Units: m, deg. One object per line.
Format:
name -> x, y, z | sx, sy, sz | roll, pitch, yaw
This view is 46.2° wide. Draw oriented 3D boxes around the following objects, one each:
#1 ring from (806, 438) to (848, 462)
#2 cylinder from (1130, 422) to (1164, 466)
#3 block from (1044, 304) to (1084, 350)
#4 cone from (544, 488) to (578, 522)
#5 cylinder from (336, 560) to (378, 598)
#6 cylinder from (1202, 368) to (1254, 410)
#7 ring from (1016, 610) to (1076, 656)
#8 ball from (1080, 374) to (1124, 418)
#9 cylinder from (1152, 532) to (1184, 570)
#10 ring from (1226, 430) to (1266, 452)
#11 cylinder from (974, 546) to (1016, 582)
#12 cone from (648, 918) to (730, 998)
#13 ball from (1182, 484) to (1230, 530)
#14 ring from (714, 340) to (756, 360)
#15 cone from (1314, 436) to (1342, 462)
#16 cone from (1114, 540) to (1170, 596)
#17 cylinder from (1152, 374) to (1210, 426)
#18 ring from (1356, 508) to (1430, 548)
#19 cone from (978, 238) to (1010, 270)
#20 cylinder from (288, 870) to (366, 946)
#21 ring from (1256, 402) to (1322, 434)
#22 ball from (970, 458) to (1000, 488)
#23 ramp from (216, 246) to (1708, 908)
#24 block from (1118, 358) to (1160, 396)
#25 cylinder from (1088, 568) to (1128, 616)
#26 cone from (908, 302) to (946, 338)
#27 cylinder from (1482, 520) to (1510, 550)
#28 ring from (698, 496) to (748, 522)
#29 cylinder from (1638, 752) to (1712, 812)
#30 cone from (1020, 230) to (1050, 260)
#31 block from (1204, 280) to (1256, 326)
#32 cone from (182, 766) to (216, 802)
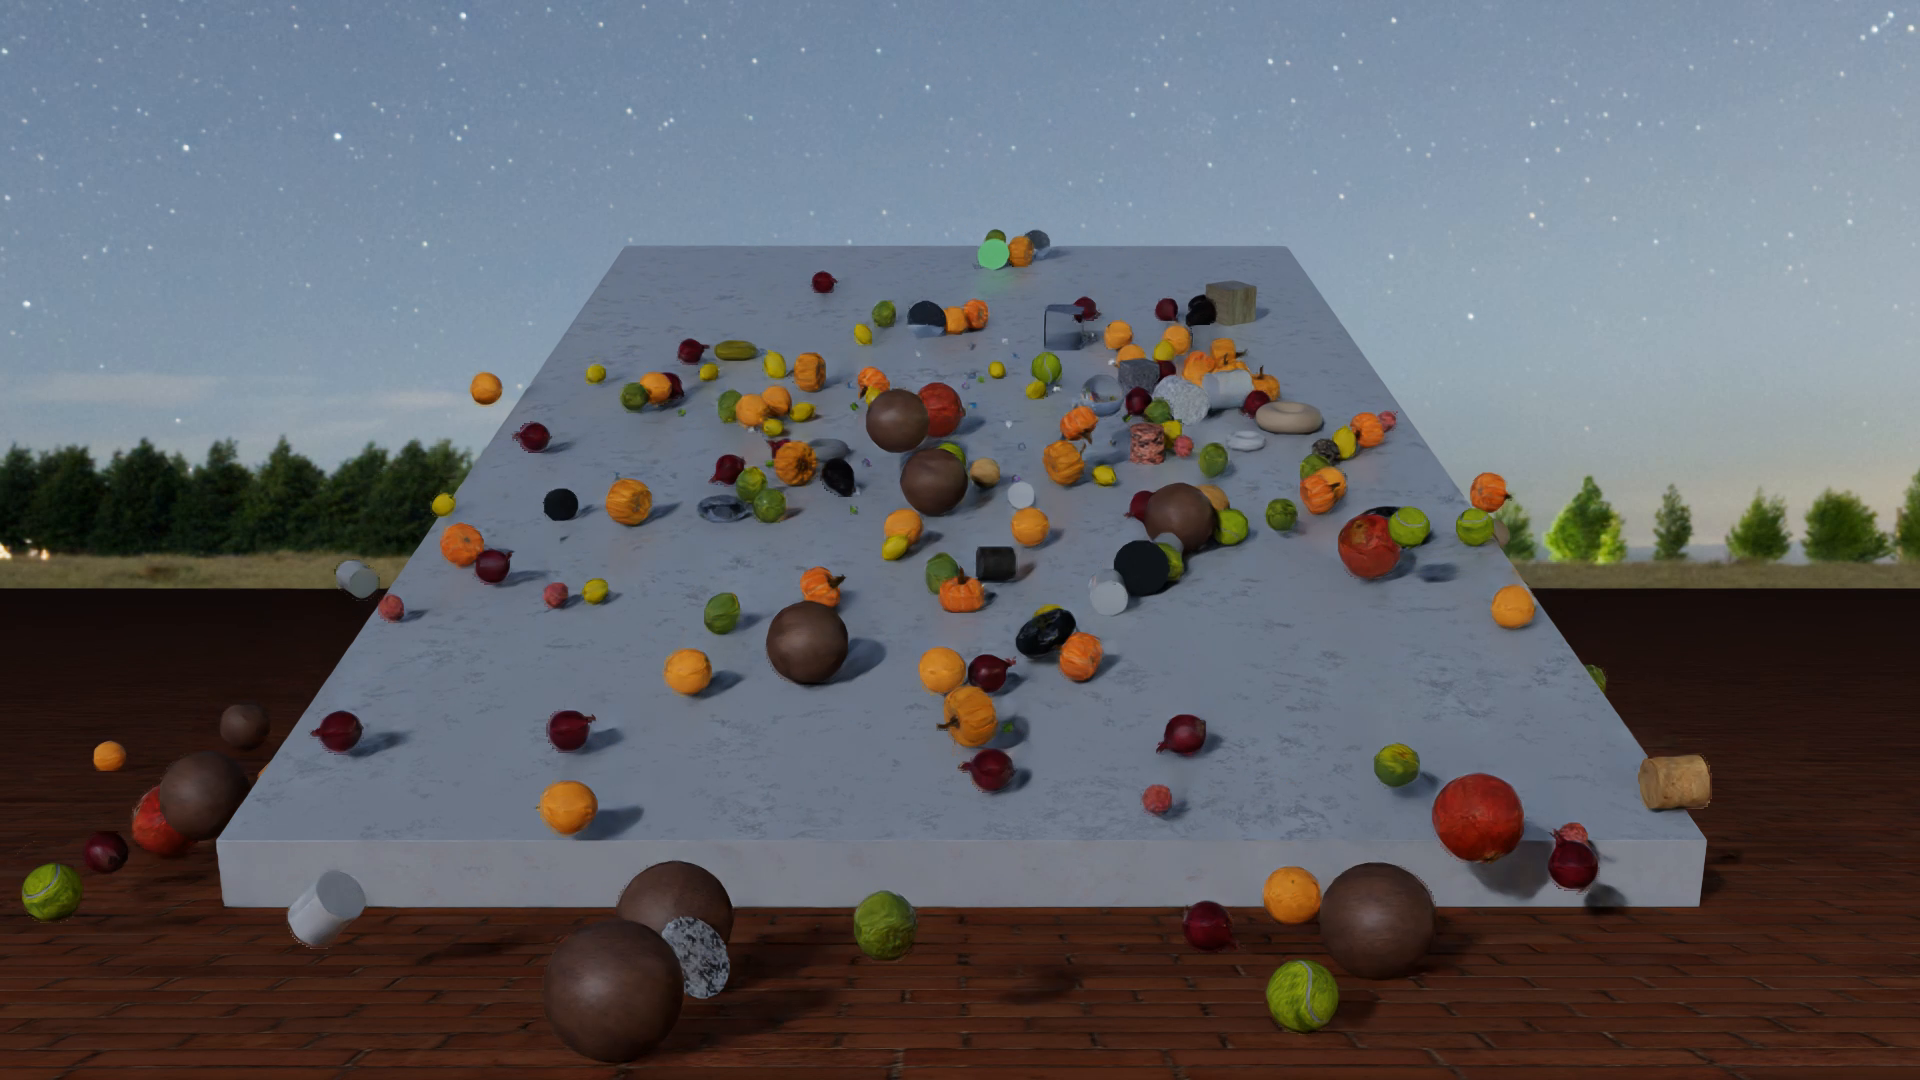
ring -> -0.278, -0.188, 4.701 | 0.092, 0.031, 0.092 | 1, 19, 0
cylinder -> 0.388, -0.199, 4.672 | 0.071, 0.071, 0.071 | 0, 19, 0
block -> 0.260, -0.529, 5.606 | 0.092, 0.092, 0.092 | 2, 19, 6
cone -> -0.766, -0.063, 4.333 | 0.065, 0.065, 0.065 | 0, -8, -5
cylinder -> -1.469, 0.094, 5.479 | 0.076, 0.076, 0.076 | 1, 17, -42
cylinder -> 0.601, -0.338, 5.059 | 0.085, 0.085, 0.085 | -8, 2, -24
ring -> 0.138, 0.148, 3.607 | 0.105, 0.035, 0.105 | -27, 18, 10
ball -> 0.296, -0.299, 4.673 | 0.091, 0.091, 0.091 | 0, -1, 0
cylinder -> 0.367, 0.022, 4.045 | 0.057, 0.057, 0.057 | 0, 18, 19
ring -> 0.605, -0.210, 4.773 | 0.085, 0.028, 0.085 | -1, 20, 0
cylinder -> 0.063, 0.041, 3.971 | 0.059, 0.059, 0.059 | 6, -3, -16
cone -> -0.311, 0.465, 2.419 | 0.091, 0.091, 0.091 | 1, -28, -46
ball -> 0.465, -0.062, 4.243 | 0.089, 0.089, 0.089 | 0, -1, 0
ring -> -0.548, -0.463, 5.497 | 0.103, 0.034, 0.103 | 1, 18, 0
cone -> 0.749, -0.175, 4.670 | 0.061, 0.061, 0.061 | 0, -31, -25
cone -> 0.313, 0.056, 3.967 | 0.098, 0.098, 0.098 | 0, -8, -3
cylinder -> 0.486, -0.307, 4.953 | 0.094, 0.094, 0.094 | 0, 17, -22
ring -> 0.809, -0.024, 4.200 | 0.139, 0.046, 0.139 | 1, 20, 0
cone -> 0.108, -0.816, 6.524 | 0.092, 0.092, 0.092 | 0, -8, 14
cylinder -> -0.688, 0.401, 2.446 | 0.060, 0.060, 0.060 | -42, -25, 29
ring -> 0.718, -0.267, 4.908 | 0.146, 0.049, 0.146 | 0, 18, 0
ball -> 0.050, -0.135, 4.498 | 0.061, 0.061, 0.061 | 0, -1, 0
ramp -> -0.004, -0.196, 4.925 | 2.000, 0.100, 4.000 | 0, 19, 0
block -> 0.413, -0.377, 5.198 | 0.067, 0.067, 0.067 | -9, 21, -25
cylinder -> 0.253, 0.089, 3.840 | 0.063, 0.063, 0.063 | 0, 19, 0
cone -> -0.089, -0.550, 5.739 | 0.098, 0.098, 0.098 | 0, -8, -4
cylinder -> 1.216, 0.000, 5.167 | 0.074, 0.074, 0.074 | -1, 20, 32
ring -> -0.457, -0.061, 4.324 | 0.097, 0.032, 0.097 | 1, 18, 0
cylinder -> 0.985, 0.334, 3.104 | 0.071, 0.071, 0.071 | 11, -4, -13
cone -> 0.231, -0.862, 6.661 | 0.090, 0.090, 0.090 | 0, -8, 13
block -> 0.706, -0.618, 5.865 | 0.093, 0.093, 0.093 | -12, 22, -31
cone -> -1.512, 0.497, 4.524 | 0.075, 0.075, 0.075 | 0, -15, 9
